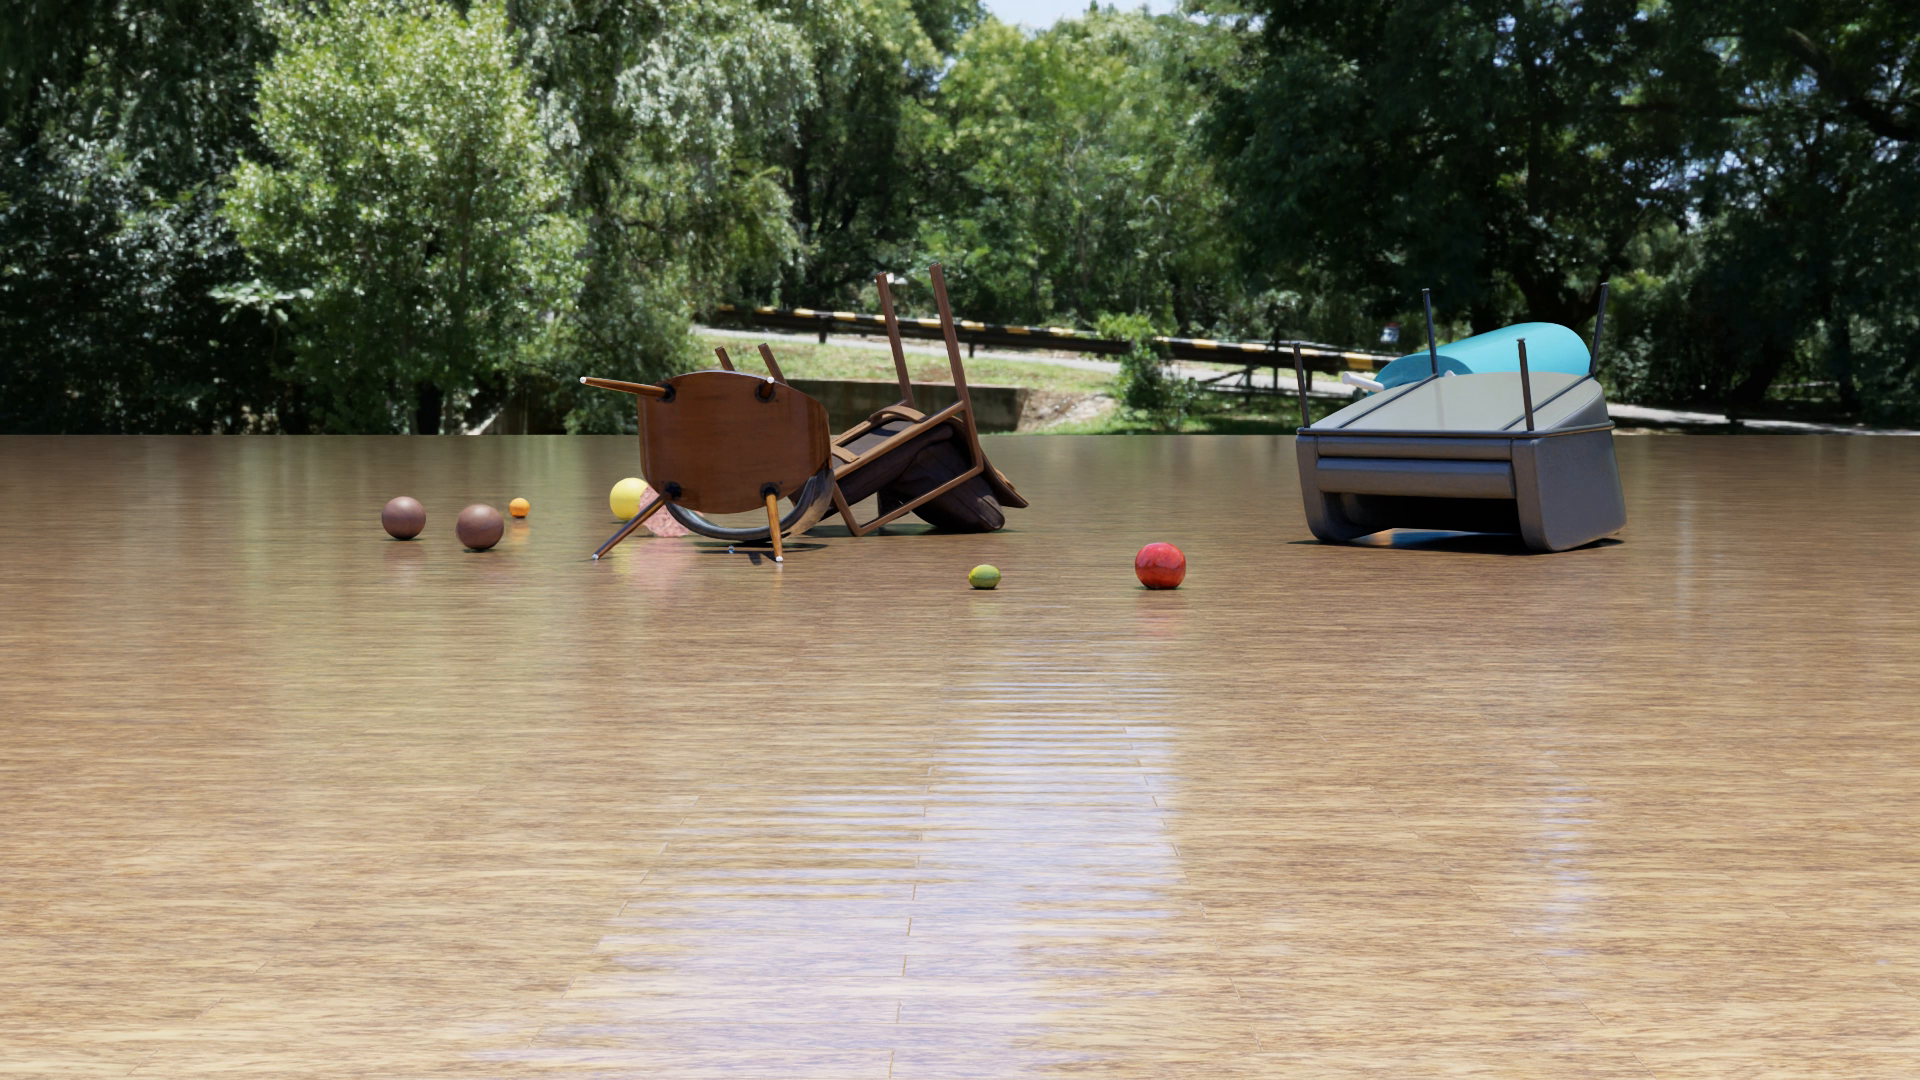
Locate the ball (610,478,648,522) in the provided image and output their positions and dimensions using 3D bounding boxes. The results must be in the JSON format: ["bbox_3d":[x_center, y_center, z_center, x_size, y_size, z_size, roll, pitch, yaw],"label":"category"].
[{"bbox_3d":[-1.103,-0.134,7.394,0.150,0.150,0.150,0,4,0],"label":"ball"}]

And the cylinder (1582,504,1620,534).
[{"bbox_3d":[2.005,-0.060,6.875,0.096,0.075,0.096,-25,-24,16],"label":"cylinder"}]

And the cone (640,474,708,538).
[{"bbox_3d":[-0.883,-0.064,6.798,0.206,0.212,0.203,22,-24,4],"label":"cone"}]

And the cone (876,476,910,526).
[{"bbox_3d":[-0.245,-0.139,7.189,0.105,0.158,0.118,-24,2,-44],"label":"cone"}]
